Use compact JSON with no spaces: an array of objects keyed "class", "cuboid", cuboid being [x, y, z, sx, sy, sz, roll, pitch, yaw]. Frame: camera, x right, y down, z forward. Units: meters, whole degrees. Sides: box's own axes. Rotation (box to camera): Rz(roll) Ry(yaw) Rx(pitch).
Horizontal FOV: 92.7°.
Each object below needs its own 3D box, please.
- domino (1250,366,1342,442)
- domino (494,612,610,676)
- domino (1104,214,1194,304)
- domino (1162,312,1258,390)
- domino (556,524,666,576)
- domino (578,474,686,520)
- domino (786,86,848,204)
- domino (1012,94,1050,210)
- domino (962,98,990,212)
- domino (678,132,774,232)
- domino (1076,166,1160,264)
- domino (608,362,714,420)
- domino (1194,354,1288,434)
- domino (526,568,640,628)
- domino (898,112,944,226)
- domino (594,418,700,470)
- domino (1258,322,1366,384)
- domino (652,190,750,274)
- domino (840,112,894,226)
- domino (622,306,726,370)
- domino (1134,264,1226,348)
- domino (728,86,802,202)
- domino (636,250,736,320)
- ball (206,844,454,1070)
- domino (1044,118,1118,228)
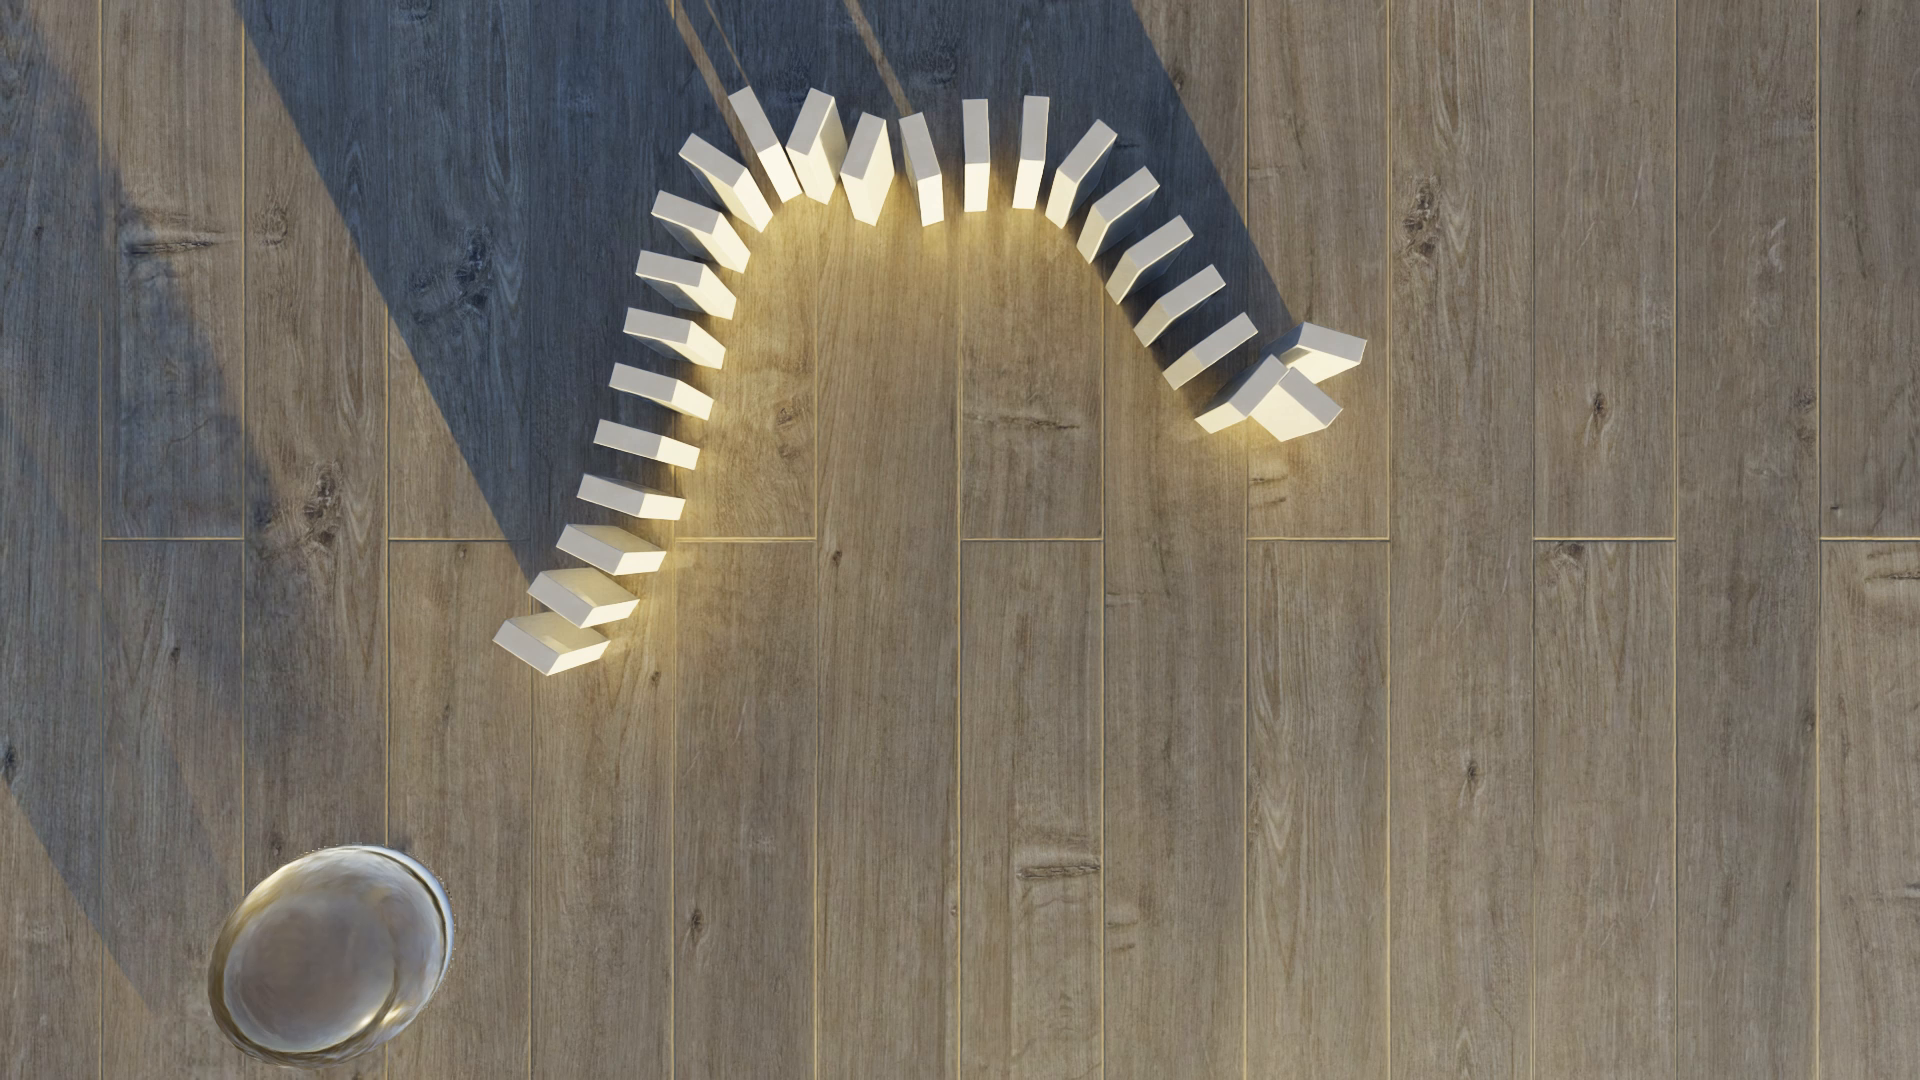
[{"class":"domino","cuboid":[0.134,-0.055,0.375,0.025,0.050,0.010,41,90,0]},{"class":"domino","cuboid":[-0.166,0.041,0.375,0.025,0.050,0.009,33,90,0]},{"class":"domino","cuboid":[0.076,-0.114,0.375,0.025,0.050,0.009,-34,90,0]},{"class":"domino","cuboid":[0.101,-0.076,0.375,0.025,0.050,0.009,-35,90,0]},{"class":"domino","cuboid":[-0.141,0.004,0.375,0.025,0.050,0.009,26,90,0]},{"class":"domino","cuboid":[-0.133,-0.017,0.375,0.025,0.050,0.009,18,90,0]},{"class":"domino","cuboid":[-0.057,-0.160,0.375,0.009,0.050,0.025,23,90,0]},{"class":"domino","cuboid":[0.028,-0.157,0.375,0.009,0.050,0.025,4,90,0]},{"class":"domino","cuboid":[0.006,-0.156,0.375,0.010,0.050,0.025,-2,90,0]},{"class":"domino","cuboid":[-0.095,-0.145,0.375,0.025,0.050,0.009,33,90,0]},{"class":"domino","cuboid":[0.063,-0.132,0.375,0.025,0.050,0.009,-37,90,0]},{"class":"domino","cuboid":[-0.121,-0.060,0.375,0.025,0.050,0.009,16,90,0]},{"class":"domino","cuboid":[0.114,-0.059,0.375,0.009,0.050,0.025,42,90,0]},{"class":"domino","cuboid":[-0.153,0.023,0.375,0.025,0.050,0.010,34,90,0]},{"class":"domino","cuboid":[-0.015,-0.150,0.375,0.010,0.050,0.025,-17,90,0]},{"class":"domino","cuboid":[-0.127,-0.039,0.375,0.025,0.050,0.010,15,90,0]},{"class":"domino","cuboid":[0.142,-0.075,0.375,0.025,0.050,0.009,17,90,0]},{"class":"domino","cuboid":[-0.105,-0.125,0.375,0.025,0.050,0.010,20,90,0]},{"class":"domino","cuboid":[-0.037,-0.150,0.375,0.010,0.050,0.025,20,90,0]},{"class":"domino","cuboid":[-0.116,-0.082,0.375,0.025,0.050,0.009,12,90,0]},{"class":"domino","cuboid":[0.089,-0.095,0.375,0.025,0.050,0.010,-33,90,0]},{"class":"domino","cuboid":[-0.079,-0.161,0.375,0.009,0.050,0.025,-27,90,0]},{"class":"domino","cuboid":[-0.111,-0.104,0.375,0.025,0.050,0.010,13,90,0]},{"class":"ball","cuboid":[-0.244,0.162,0.360,0.080,0.080,0.080,0,90,0]},{"class":"domino","cuboid":[0.049,-0.148,0.375,0.010,0.050,0.025,39,90,0]}]
